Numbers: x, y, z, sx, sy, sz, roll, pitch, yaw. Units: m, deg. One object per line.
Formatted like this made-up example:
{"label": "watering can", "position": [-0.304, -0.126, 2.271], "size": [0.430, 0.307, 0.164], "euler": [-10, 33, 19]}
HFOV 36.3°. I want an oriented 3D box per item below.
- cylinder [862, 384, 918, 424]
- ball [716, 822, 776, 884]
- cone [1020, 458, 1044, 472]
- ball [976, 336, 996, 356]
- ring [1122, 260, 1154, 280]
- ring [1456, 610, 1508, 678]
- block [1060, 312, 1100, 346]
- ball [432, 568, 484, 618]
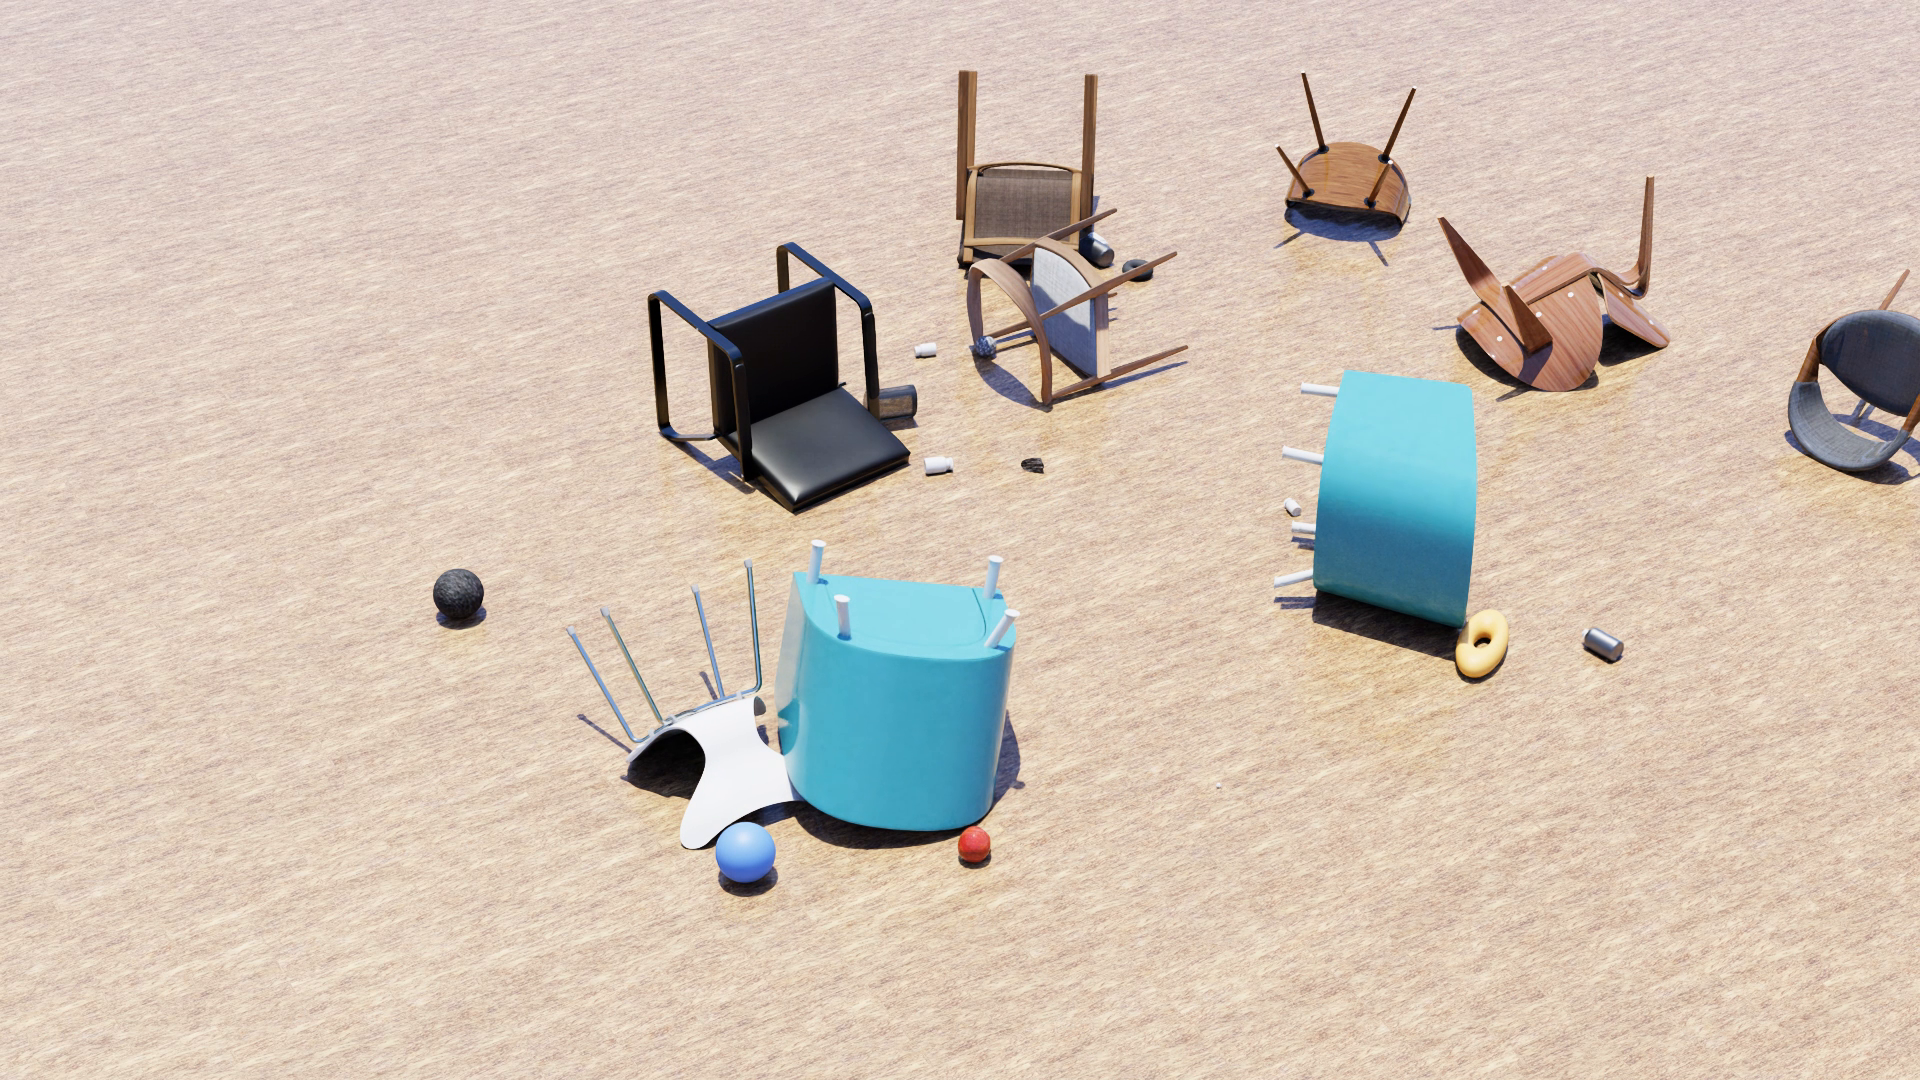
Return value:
{"label": "cylinder", "position": [-0.277, -0.540, 11.616], "size": [0.188, 0.179, 0.116], "euler": [-9, 69, -14]}
{"label": "ball", "position": [-0.678, 0.988, 9.271], "size": [0.192, 0.192, 0.192], "euler": [0, 33, 0]}
{"label": "cone", "position": [0.297, -0.305, 11.382], "size": [0.094, 0.057, 0.114], "euler": [6, 19, 17]}
{"label": "ball", "position": [0.107, -0.798, 12.076], "size": [0.088, 0.088, 0.088], "euler": [0, 33, 0]}
{"label": "ring", "position": [0.768, -1.167, 12.666], "size": [0.137, 0.055, 0.124], "euler": [-3, 35, -6]}
{"label": "ring", "position": [1.838, 0.363, 10.315], "size": [0.171, 0.089, 0.387], "euler": [11, 34, 18]}
{"label": "block", "position": [0.497, -0.874, 12.161], "size": [0.122, 0.097, 0.101], "euler": [-16, 35, -43]}
{"label": "ball", "position": [-1.795, 0.191, 10.489], "size": [0.182, 0.182, 0.182], "euler": [0, 33, 0]}
